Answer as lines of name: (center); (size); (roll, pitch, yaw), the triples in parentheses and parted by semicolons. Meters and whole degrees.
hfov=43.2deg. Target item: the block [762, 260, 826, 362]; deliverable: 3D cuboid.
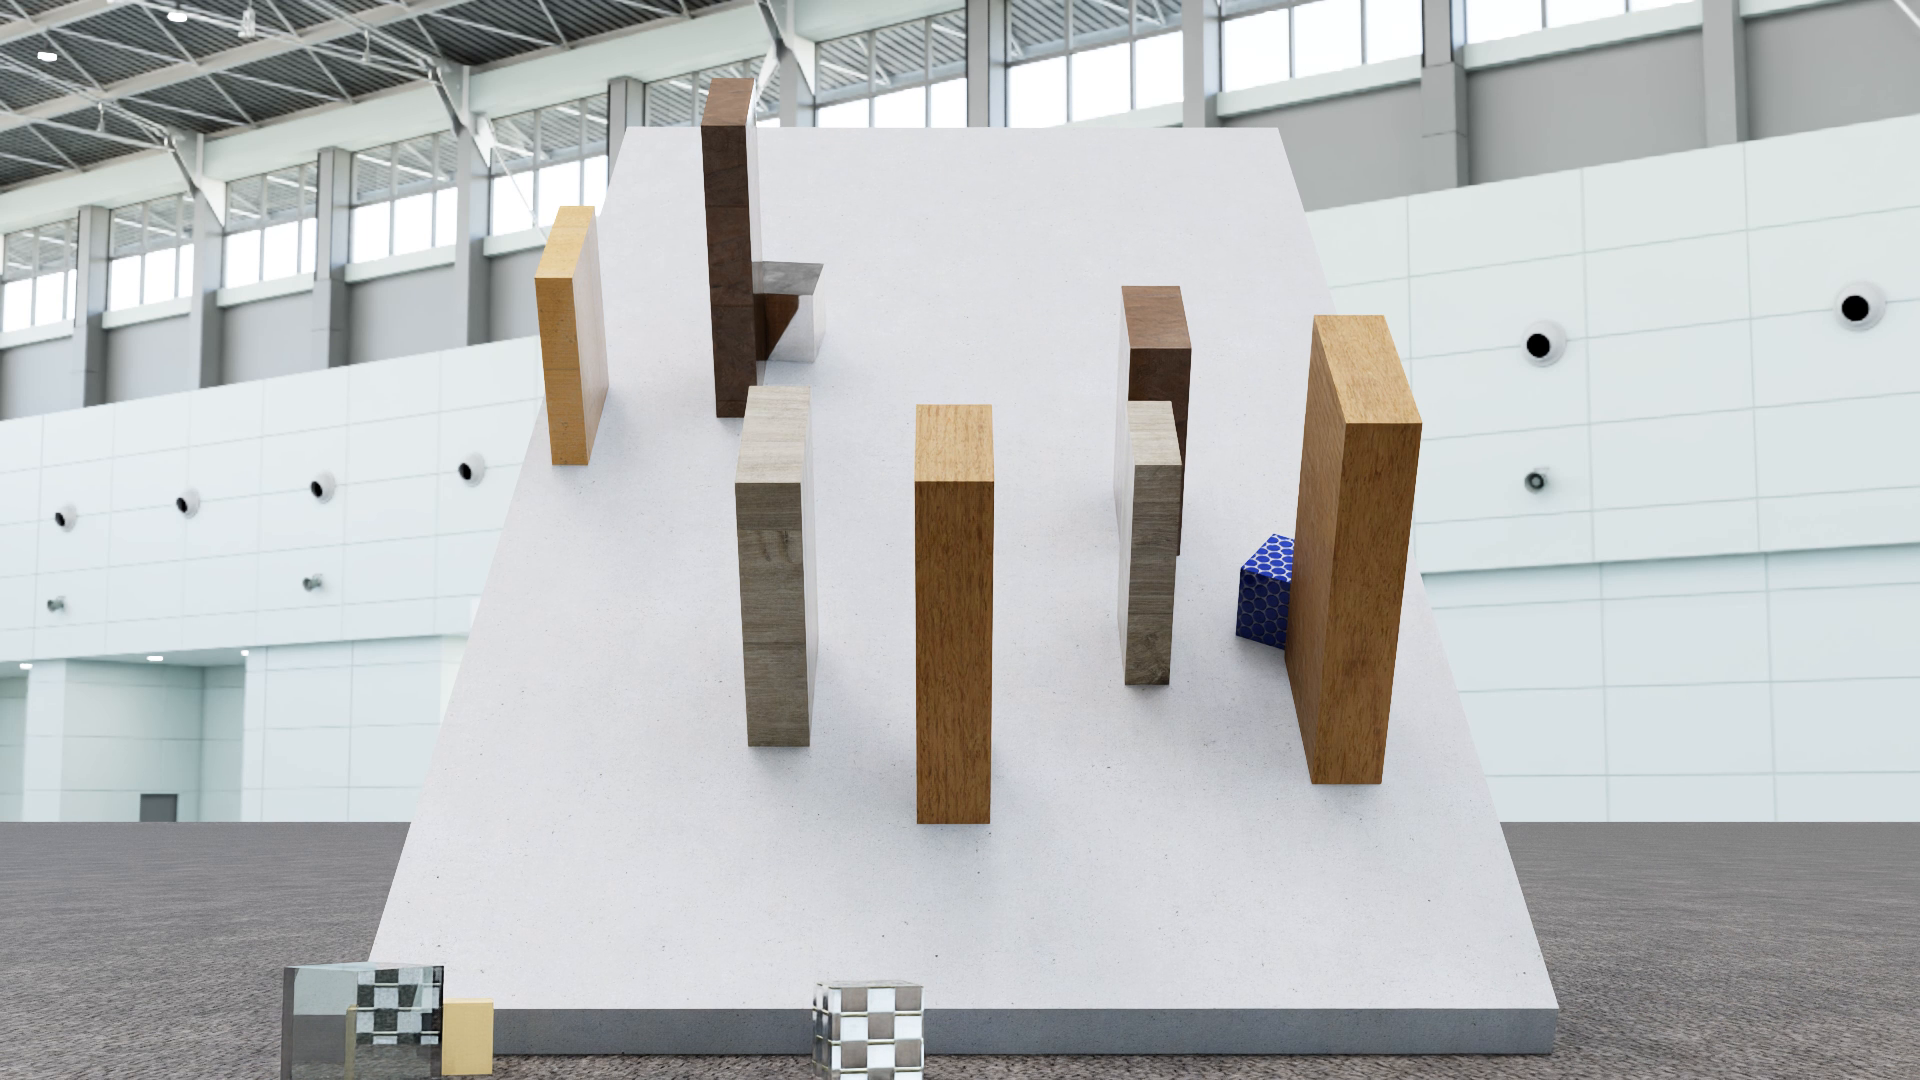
block: (-0.446, -0.576, 6.115); (0.187, 0.187, 0.187); (3, 31, 5)

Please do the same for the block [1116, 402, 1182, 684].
block: (0.374, 0.007, 4.832); (0.089, 0.502, 0.261); (0, 31, 0)

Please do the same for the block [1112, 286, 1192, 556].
block: (0.414, -0.259, 5.280); (0.128, 0.502, 0.307); (0, 31, 0)

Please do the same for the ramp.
ramp: (-0.014, -0.203, 5.771); (2.000, 0.100, 4.000); (0, 31, 0)

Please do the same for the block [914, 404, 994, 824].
block: (-0.011, 0.140, 4.392); (0.135, 0.722, 0.279); (0, 31, 0)

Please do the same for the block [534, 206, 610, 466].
block: (-0.902, -0.481, 5.671); (0.083, 0.475, 0.407); (0, 31, 0)

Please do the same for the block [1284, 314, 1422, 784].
block: (0.727, 0.019, 4.554); (0.132, 0.769, 0.431); (0, 31, 0)

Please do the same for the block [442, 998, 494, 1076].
block: (-0.789, 0.778, 3.808); (0.109, 0.109, 0.109); (1, -7, -12)

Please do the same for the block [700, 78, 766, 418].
block: (-0.533, -0.690, 5.763); (0.101, 0.741, 0.305); (0, 31, 0)

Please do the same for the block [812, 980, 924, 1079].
block: (-0.142, 0.751, 3.719); (0.142, 0.142, 0.142); (2, -7, -15)

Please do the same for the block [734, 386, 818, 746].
block: (-0.348, 0.050, 4.677); (0.119, 0.582, 0.380); (0, 31, 0)

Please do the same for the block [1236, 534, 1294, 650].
block: (0.679, 0.113, 4.989); (0.162, 0.162, 0.162); (17, 35, 26)

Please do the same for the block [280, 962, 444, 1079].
block: (-0.910, 0.735, 3.701); (0.169, 0.169, 0.169); (-5, -8, 36)
